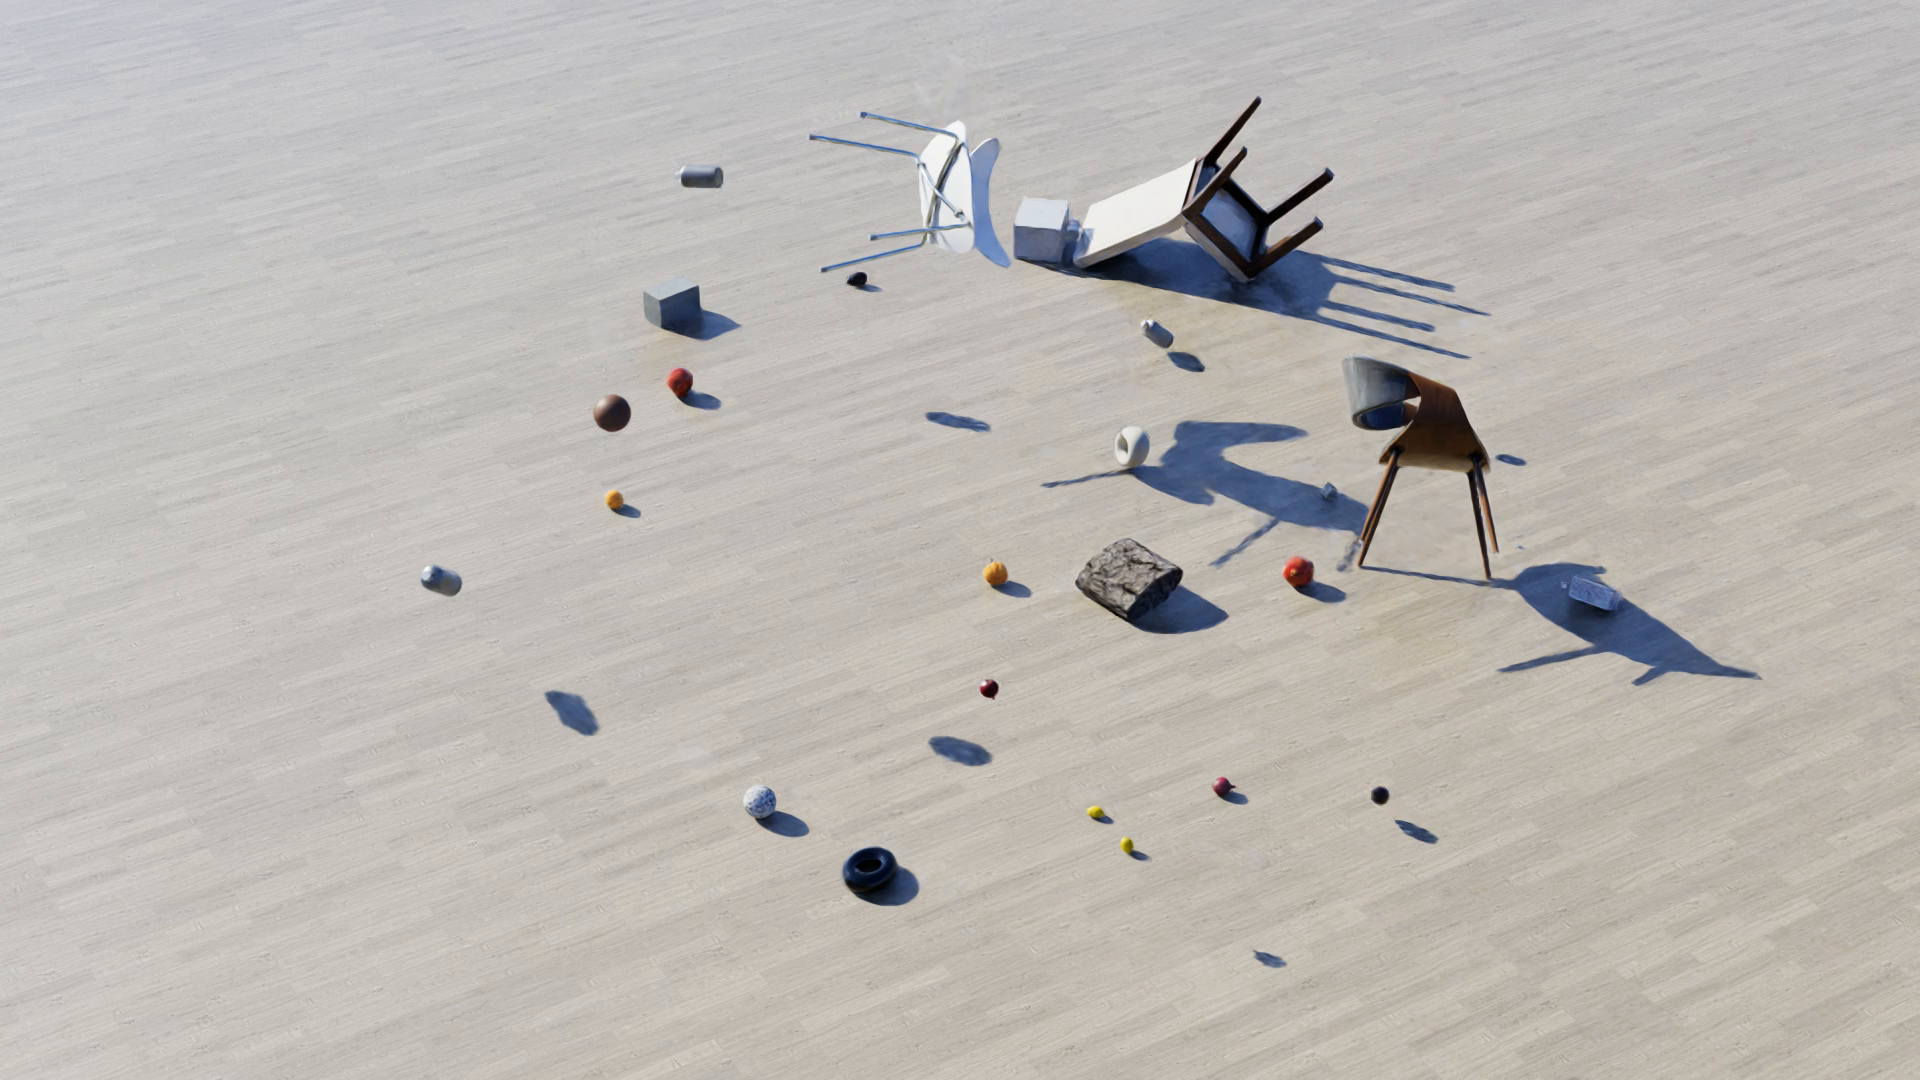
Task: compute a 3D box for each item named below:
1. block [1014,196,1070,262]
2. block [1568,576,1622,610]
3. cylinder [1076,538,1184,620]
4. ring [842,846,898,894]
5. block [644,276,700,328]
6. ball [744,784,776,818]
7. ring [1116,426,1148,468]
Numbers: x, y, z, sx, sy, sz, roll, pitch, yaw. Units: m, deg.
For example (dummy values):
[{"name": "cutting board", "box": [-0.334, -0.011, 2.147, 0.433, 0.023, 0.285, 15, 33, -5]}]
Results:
[{"name": "block", "box": [0.357, -1.358, 12.827, 0.203, 0.171, 0.227, 7, 40, 9]}, {"name": "block", "box": [2.282, 0.194, 10.547, 0.156, 0.073, 0.096, 21, 8, 30]}, {"name": "cylinder", "box": [0.613, 0.140, 10.605, 0.289, 0.124, 0.269, -37, 47, -23]}, {"name": "ring", "box": [-0.287, 1.046, 9.297, 0.173, 0.064, 0.208, 11, 34, 21]}, {"name": "block", "box": [-1.212, -1.003, 12.344, 0.209, 0.135, 0.114, -26, 42, -34]}, {"name": "ball", "box": [-0.652, 0.852, 9.552, 0.108, 0.108, 0.108, 0, 33, 0]}, {"name": "ring", "box": [0.661, -0.359, 11.286, 0.081, 0.232, 0.154, -11, 78, -18]}]
